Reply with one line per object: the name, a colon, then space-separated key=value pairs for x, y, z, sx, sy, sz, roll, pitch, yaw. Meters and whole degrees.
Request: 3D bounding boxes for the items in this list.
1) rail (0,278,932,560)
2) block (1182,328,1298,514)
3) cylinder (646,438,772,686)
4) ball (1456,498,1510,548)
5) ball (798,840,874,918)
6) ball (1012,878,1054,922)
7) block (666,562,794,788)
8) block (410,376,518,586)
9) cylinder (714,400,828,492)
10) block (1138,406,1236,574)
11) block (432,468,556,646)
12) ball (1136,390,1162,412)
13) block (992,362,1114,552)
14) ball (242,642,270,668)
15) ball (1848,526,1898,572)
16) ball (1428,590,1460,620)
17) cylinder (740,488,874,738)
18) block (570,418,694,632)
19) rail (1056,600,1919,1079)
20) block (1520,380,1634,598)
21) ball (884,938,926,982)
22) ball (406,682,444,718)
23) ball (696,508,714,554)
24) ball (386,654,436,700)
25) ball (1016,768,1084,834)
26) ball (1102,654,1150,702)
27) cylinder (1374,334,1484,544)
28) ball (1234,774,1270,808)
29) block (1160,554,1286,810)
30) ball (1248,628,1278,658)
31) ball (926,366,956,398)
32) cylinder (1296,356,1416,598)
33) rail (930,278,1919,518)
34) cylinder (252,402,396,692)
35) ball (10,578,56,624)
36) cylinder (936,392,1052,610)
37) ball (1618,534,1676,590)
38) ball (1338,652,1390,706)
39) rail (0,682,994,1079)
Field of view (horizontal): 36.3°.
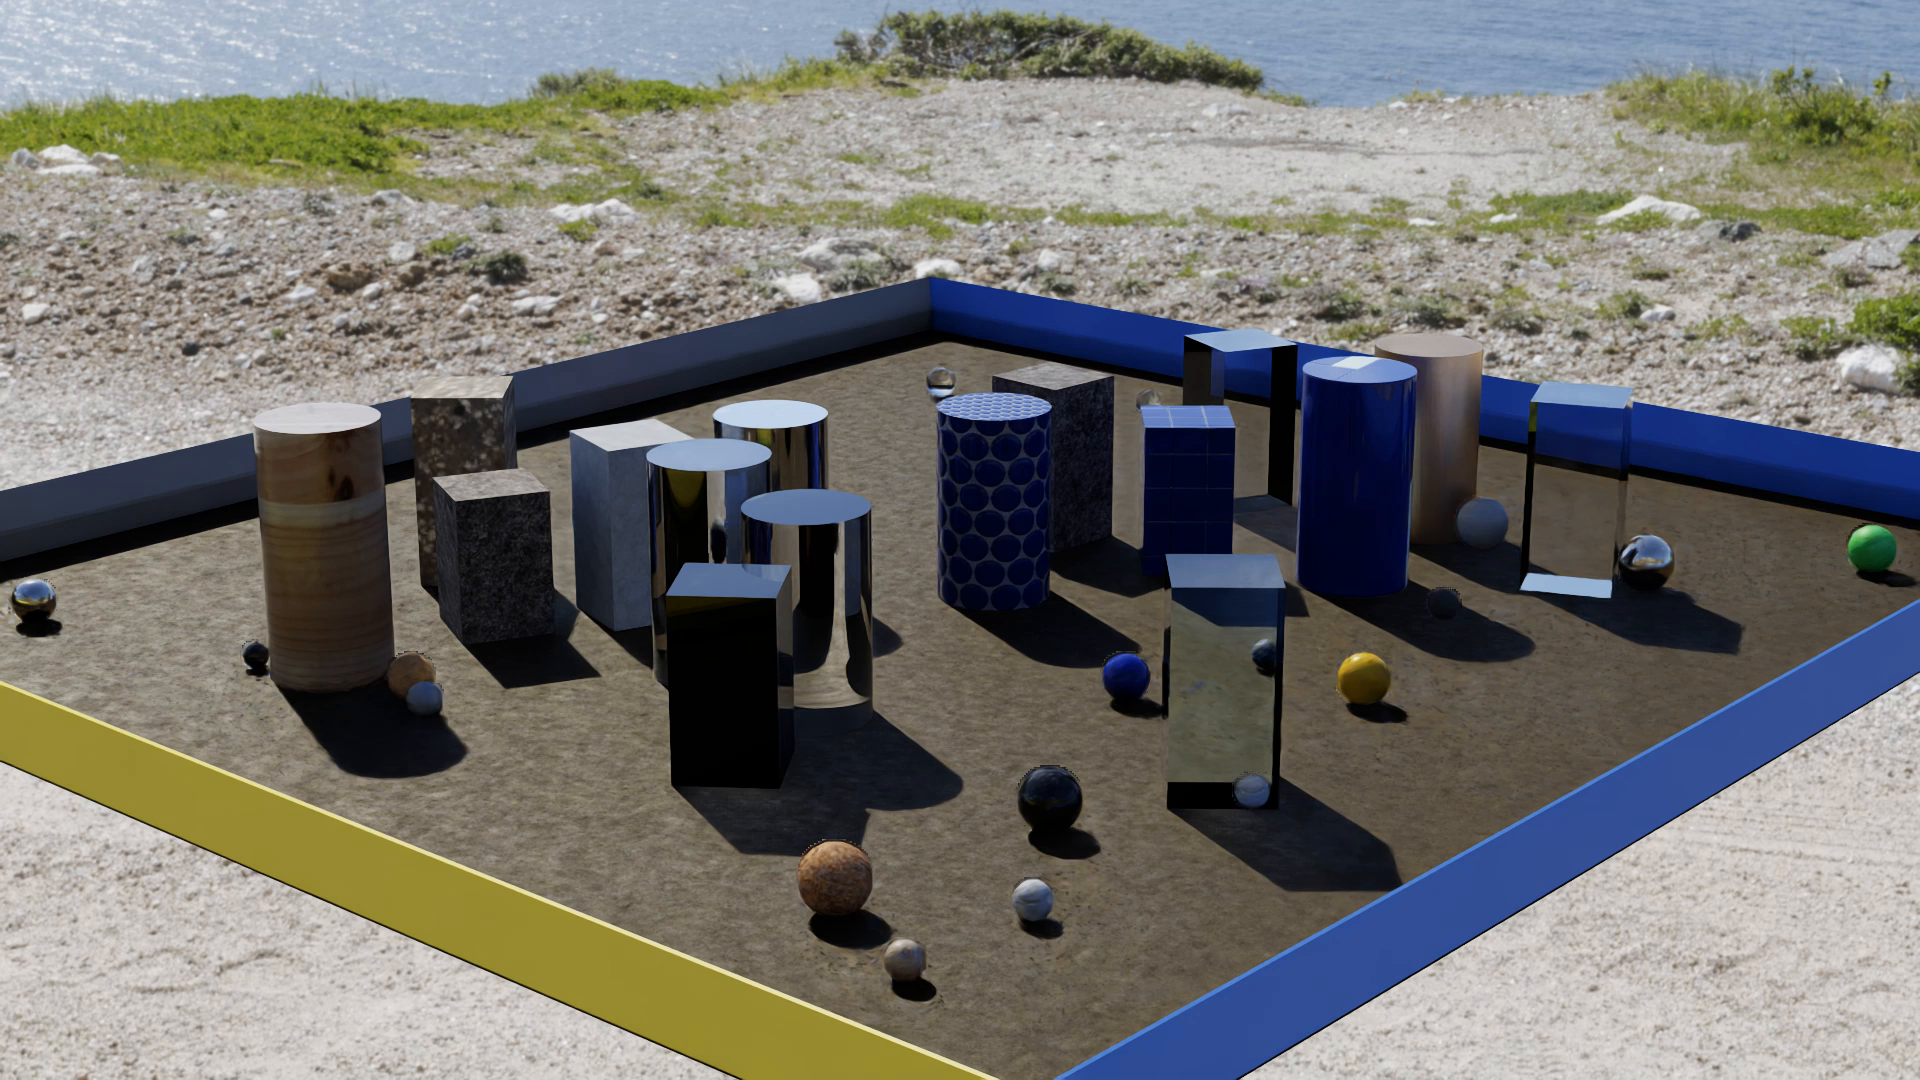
rail: x=-1.072 y=-0.236 z=6.011 sx=0.045 sy=0.129 sz=3.100 roll=14 pitch=22 yaw=39
block: x=0.537 y=-0.230 z=5.664 sx=0.159 sy=0.320 sz=0.159 roll=-8 pitch=18 yaw=-24
cylinder: x=-0.397 y=0.039 z=4.694 sx=0.199 sy=0.364 sz=0.199 roll=0 pitch=17 yaw=0
ball: x=0.958 y=-0.031 z=5.374 sx=0.095 sy=0.095 sz=0.095 roll=0 pitch=17 yaw=0
ball: x=-0.162 y=0.442 z=3.816 sx=0.099 sy=0.099 sz=0.099 roll=0 pitch=17 yaw=0
ball: x=0.095 y=0.468 z=3.808 sx=0.054 sy=0.054 sz=0.054 roll=0 pitch=17 yaw=0
block: x=-0.334 y=0.197 z=4.295 sx=0.159 sy=0.291 sz=0.159 roll=1 pitch=17 yaw=5
block: x=-0.876 y=-0.106 z=5.214 sx=0.159 sy=0.341 sz=0.159 roll=0 pitch=17 yaw=-1
cylinder: x=-0.328 y=-0.065 z=5.116 sx=0.199 sy=0.320 sz=0.199 roll=0 pitch=17 yaw=0
block: x=0.407 y=-0.091 z=5.284 sx=0.159 sy=0.272 sz=0.159 roll=0 pitch=17 yaw=0
block: x=-0.785 y=0.026 z=4.939 sx=0.159 sy=0.248 sz=0.159 roll=-7 pitch=18 yaw=-22
ball: x=0.408 y=-0.297 z=6.345 sx=0.055 sy=0.055 sz=0.055 roll=0 pitch=17 yaw=0
block: x=0.172 y=-0.156 z=5.439 sx=0.159 sy=0.307 sz=0.159 roll=16 pitch=23 yaw=43
ball: x=-1.143 y=0.187 z=4.761 sx=0.042 sy=0.042 sz=0.042 roll=0 pitch=17 yaw=0
ball: x=1.635 y=0.016 z=5.253 sx=0.085 sy=0.085 sz=0.085 roll=0 pitch=17 yaw=0
ball: x=0.826 y=0.110 z=5.001 sx=0.052 sy=0.052 sz=0.052 roll=0 pitch=17 yaw=0
cylinder: x=-0.234 y=0.110 z=4.506 sx=0.199 sy=0.336 sz=0.199 roll=0 pitch=17 yaw=0
block: x=-0.555 y=-0.028 z=5.001 sx=0.159 sy=0.314 sz=0.159 roll=-10 pitch=19 yaw=-29
rail: x=1.072 y=0.301 z=4.228 sx=0.045 sy=0.129 sz=3.100 roll=14 pitch=22 yaw=39
block: x=1.086 y=-0.090 z=5.162 sx=0.159 sy=0.341 sz=0.159 roll=6 pitch=18 yaw=18
ball: x=-0.068 y=0.521 z=3.632 sx=0.054 sy=0.054 sz=0.054 roll=0 pitch=17 yaw=0
ball: x=-0.829 y=0.246 z=4.540 sx=0.056 sy=0.056 sz=0.056 roll=0 pitch=17 yaw=0
ball: x=-0.495 y=-0.017 z=5.351 sx=0.091 sy=0.091 sz=0.091 roll=0 pitch=17 yaw=0
ball: x=-0.862 y=0.216 z=4.606 sx=0.075 sy=0.075 sz=0.075 roll=0 pitch=17 yaw=0
ball: x=0.126 y=0.363 z=4.089 sx=0.092 sy=0.092 sz=0.092 roll=0 pitch=17 yaw=0
ball: x=0.261 y=0.216 z=4.606 sx=0.076 sy=0.076 sz=0.076 roll=0 pitch=17 yaw=0
cylinder: x=0.867 y=-0.191 z=5.471 sx=0.199 sy=0.355 sz=0.199 roll=0 pitch=17 yaw=0
ball: x=0.413 y=0.355 z=4.146 sx=0.050 sy=0.050 sz=0.050 roll=0 pitch=17 yaw=0
block: x=0.375 y=0.202 z=4.209 sx=0.159 sy=0.331 sz=0.159 roll=0 pitch=17 yaw=1
ball: x=0.497 y=0.169 z=4.811 sx=0.047 sy=0.047 sz=0.047 roll=0 pitch=17 yaw=0
ball: x=-0.042 y=-0.350 z=6.498 sx=0.068 sy=0.068 sz=0.068 roll=0 pitch=17 yaw=0
cylinder: x=0.695 y=-0.112 z=5.155 sx=0.199 sy=0.386 sz=0.199 roll=0 pitch=17 yaw=0
rail: x=1.001 y=-0.300 z=6.223 sx=2.888 sy=0.129 sz=0.045 roll=14 pitch=22 yaw=39
cylinder: x=-1.014 y=0.011 z=4.684 sx=0.199 sy=0.424 sz=0.199 roll=0 pitch=17 yaw=0
ball: x=-1.573 y=0.103 z=4.980 sx=0.075 sy=0.075 sz=0.075 roll=0 pitch=17 yaw=0
cylinder: x=0.058 y=-0.068 z=5.095 sx=0.199 sy=0.338 sz=0.199 roll=0 pitch=17 yaw=0
ball: x=1.207 y=0.039 z=5.155 sx=0.098 sy=0.098 sz=0.098 roll=0 pitch=17 yaw=0
ball: x=0.632 y=0.217 z=4.590 sx=0.083 sy=0.083 sz=0.083 roll=0 pitch=17 yaw=0
rail: x=-1.001 y=0.365 z=4.016 sx=2.888 sy=0.129 sz=0.045 roll=14 pitch=22 yaw=39
